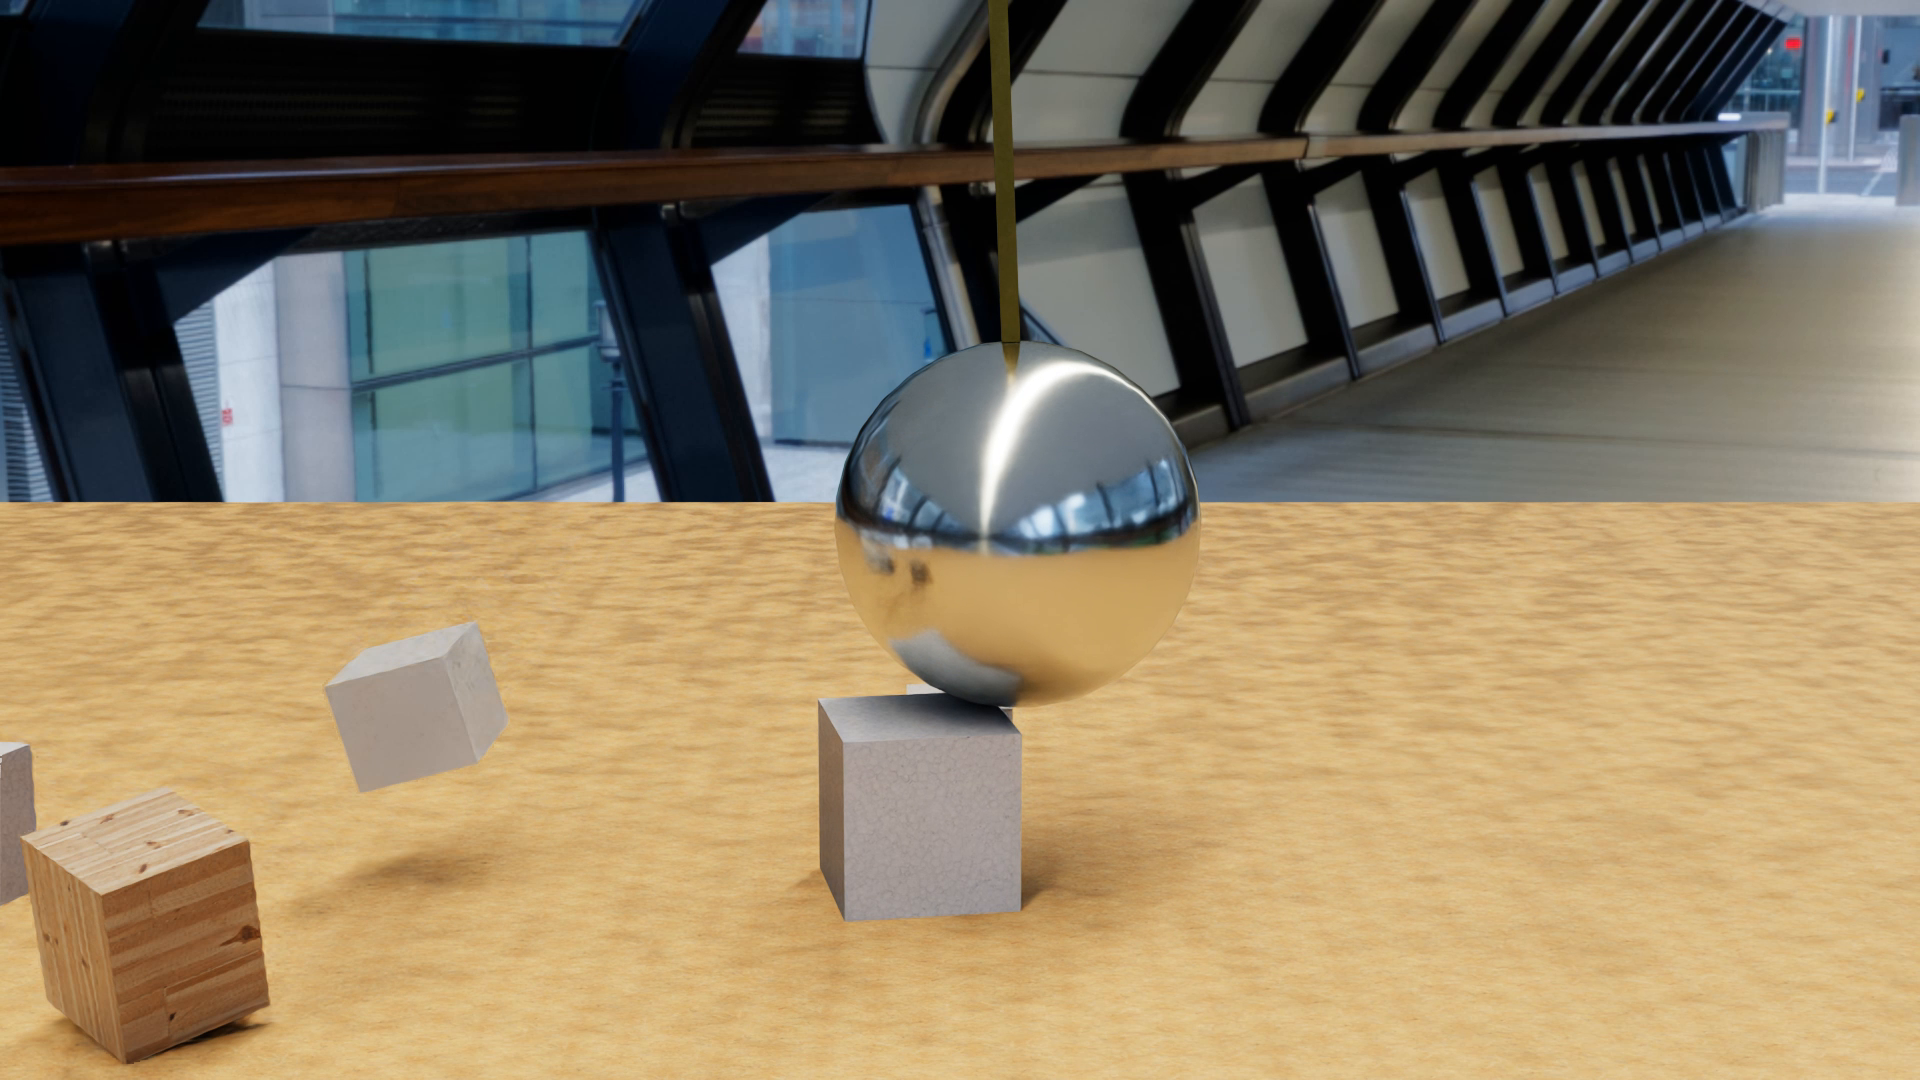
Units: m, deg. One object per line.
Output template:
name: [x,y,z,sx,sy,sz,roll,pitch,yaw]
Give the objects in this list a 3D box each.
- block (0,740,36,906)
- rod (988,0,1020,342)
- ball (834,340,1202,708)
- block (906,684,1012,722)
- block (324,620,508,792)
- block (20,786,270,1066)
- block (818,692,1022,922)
block: [-4.408,1.241,10.926,0.606,0.648,0.674,3,11,17]
rod: [0.109,-3.411,10.560,0.080,5.200,0.080,-2,10,0]
ball: [0.252,-0.069,11.168,1.600,1.600,1.600,0,10,0]
block: [-0.006,1.019,12.470,0.503,0.534,0.503,0,10,-1]
block: [-2.380,0.726,11.286,0.539,0.492,0.603,-14,12,6]
block: [-3.002,1.409,9.469,0.575,0.692,0.627,-20,28,-40]
block: [-0.185,1.139,11.130,0.756,0.776,0.776,-2,10,-11]
